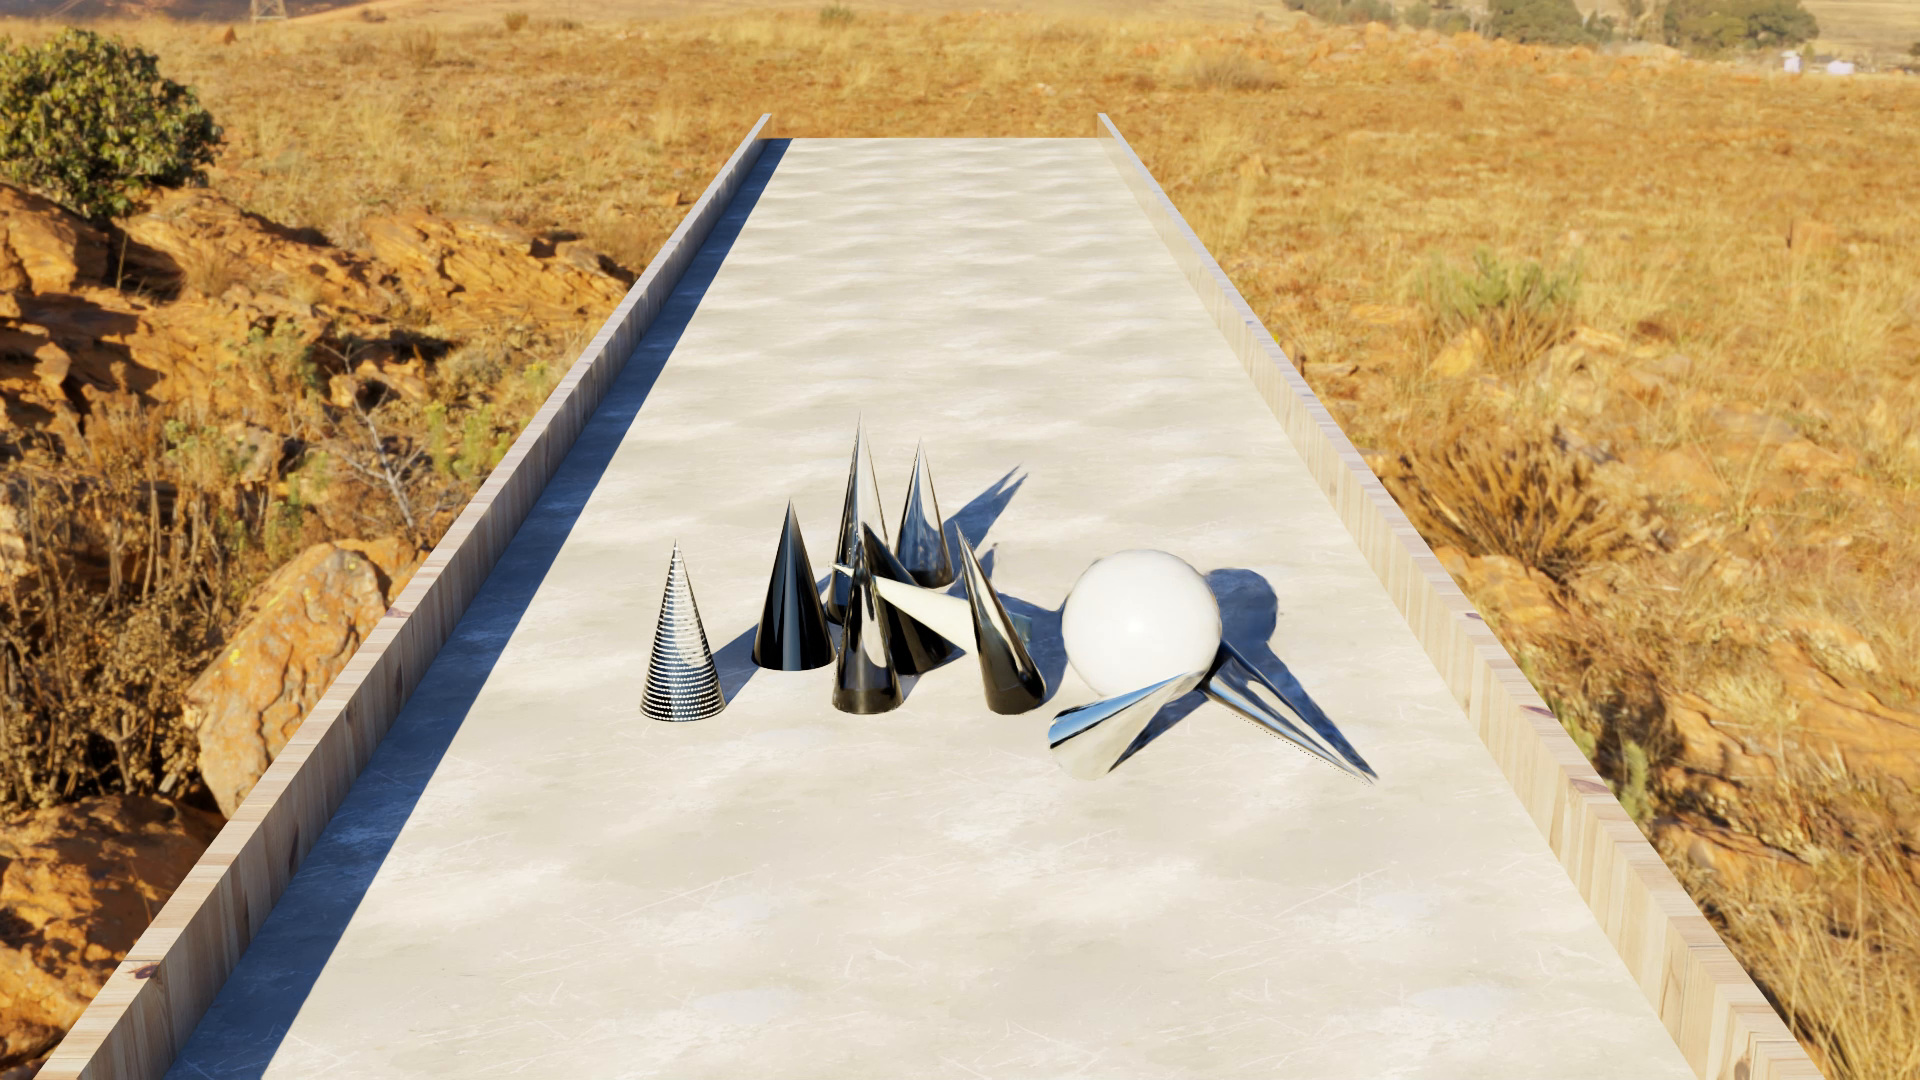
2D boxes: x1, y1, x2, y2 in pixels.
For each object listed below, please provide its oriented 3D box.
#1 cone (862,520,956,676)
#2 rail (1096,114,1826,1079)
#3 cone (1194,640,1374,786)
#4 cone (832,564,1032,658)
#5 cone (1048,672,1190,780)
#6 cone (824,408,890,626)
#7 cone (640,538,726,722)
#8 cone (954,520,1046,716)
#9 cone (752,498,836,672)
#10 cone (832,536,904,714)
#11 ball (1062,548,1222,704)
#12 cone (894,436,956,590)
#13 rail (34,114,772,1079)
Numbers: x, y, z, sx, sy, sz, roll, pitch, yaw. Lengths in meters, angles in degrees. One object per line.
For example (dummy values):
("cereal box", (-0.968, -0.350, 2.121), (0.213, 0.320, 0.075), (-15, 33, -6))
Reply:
("cone", (-0.138, 0.085, 4.293), (0.177, 0.323, 0.177), (-15, 34, 10))
("rail", (0.932, -0.844, 7.801), (0.050, 0.150, 12.000), (0, 17, -1))
("cone", (0.580, 0.323, 3.853), (0.108, 0.108, 0.447), (-10, 30, -31))
("cone", (-0.068, 0.124, 4.178), (0.409, 0.123, 0.123), (25, 9, -19))
("cone", (0.295, 0.285, 3.717), (0.134, 0.134, 0.332), (-13, -18, -38))
("cone", (-0.205, -0.057, 4.623), (0.168, 0.454, 0.168), (0, 17, 0))
("cone", (-0.525, 0.154, 4.119), (0.164, 0.337, 0.164), (0, 17, 0))
("cone", (0.047, 0.125, 4.021), (0.117, 0.443, 0.117), (-12, 39, 10))
("cone", (-0.335, 0.074, 4.388), (0.173, 0.337, 0.173), (0, 17, 0))
("cone", (-0.181, 0.144, 4.129), (0.138, 0.339, 0.138), (-2, 21, 1))
("ball", (0.322, 0.155, 3.897), (0.282, 0.282, 0.282), (0, 17, 0))
("cone", (-0.087, -0.073, 4.885), (0.152, 0.334, 0.152), (0, 17, 0))
("rail", (-1.118, -0.838, 7.780), (0.050, 0.150, 12.000), (0, 17, -1))
